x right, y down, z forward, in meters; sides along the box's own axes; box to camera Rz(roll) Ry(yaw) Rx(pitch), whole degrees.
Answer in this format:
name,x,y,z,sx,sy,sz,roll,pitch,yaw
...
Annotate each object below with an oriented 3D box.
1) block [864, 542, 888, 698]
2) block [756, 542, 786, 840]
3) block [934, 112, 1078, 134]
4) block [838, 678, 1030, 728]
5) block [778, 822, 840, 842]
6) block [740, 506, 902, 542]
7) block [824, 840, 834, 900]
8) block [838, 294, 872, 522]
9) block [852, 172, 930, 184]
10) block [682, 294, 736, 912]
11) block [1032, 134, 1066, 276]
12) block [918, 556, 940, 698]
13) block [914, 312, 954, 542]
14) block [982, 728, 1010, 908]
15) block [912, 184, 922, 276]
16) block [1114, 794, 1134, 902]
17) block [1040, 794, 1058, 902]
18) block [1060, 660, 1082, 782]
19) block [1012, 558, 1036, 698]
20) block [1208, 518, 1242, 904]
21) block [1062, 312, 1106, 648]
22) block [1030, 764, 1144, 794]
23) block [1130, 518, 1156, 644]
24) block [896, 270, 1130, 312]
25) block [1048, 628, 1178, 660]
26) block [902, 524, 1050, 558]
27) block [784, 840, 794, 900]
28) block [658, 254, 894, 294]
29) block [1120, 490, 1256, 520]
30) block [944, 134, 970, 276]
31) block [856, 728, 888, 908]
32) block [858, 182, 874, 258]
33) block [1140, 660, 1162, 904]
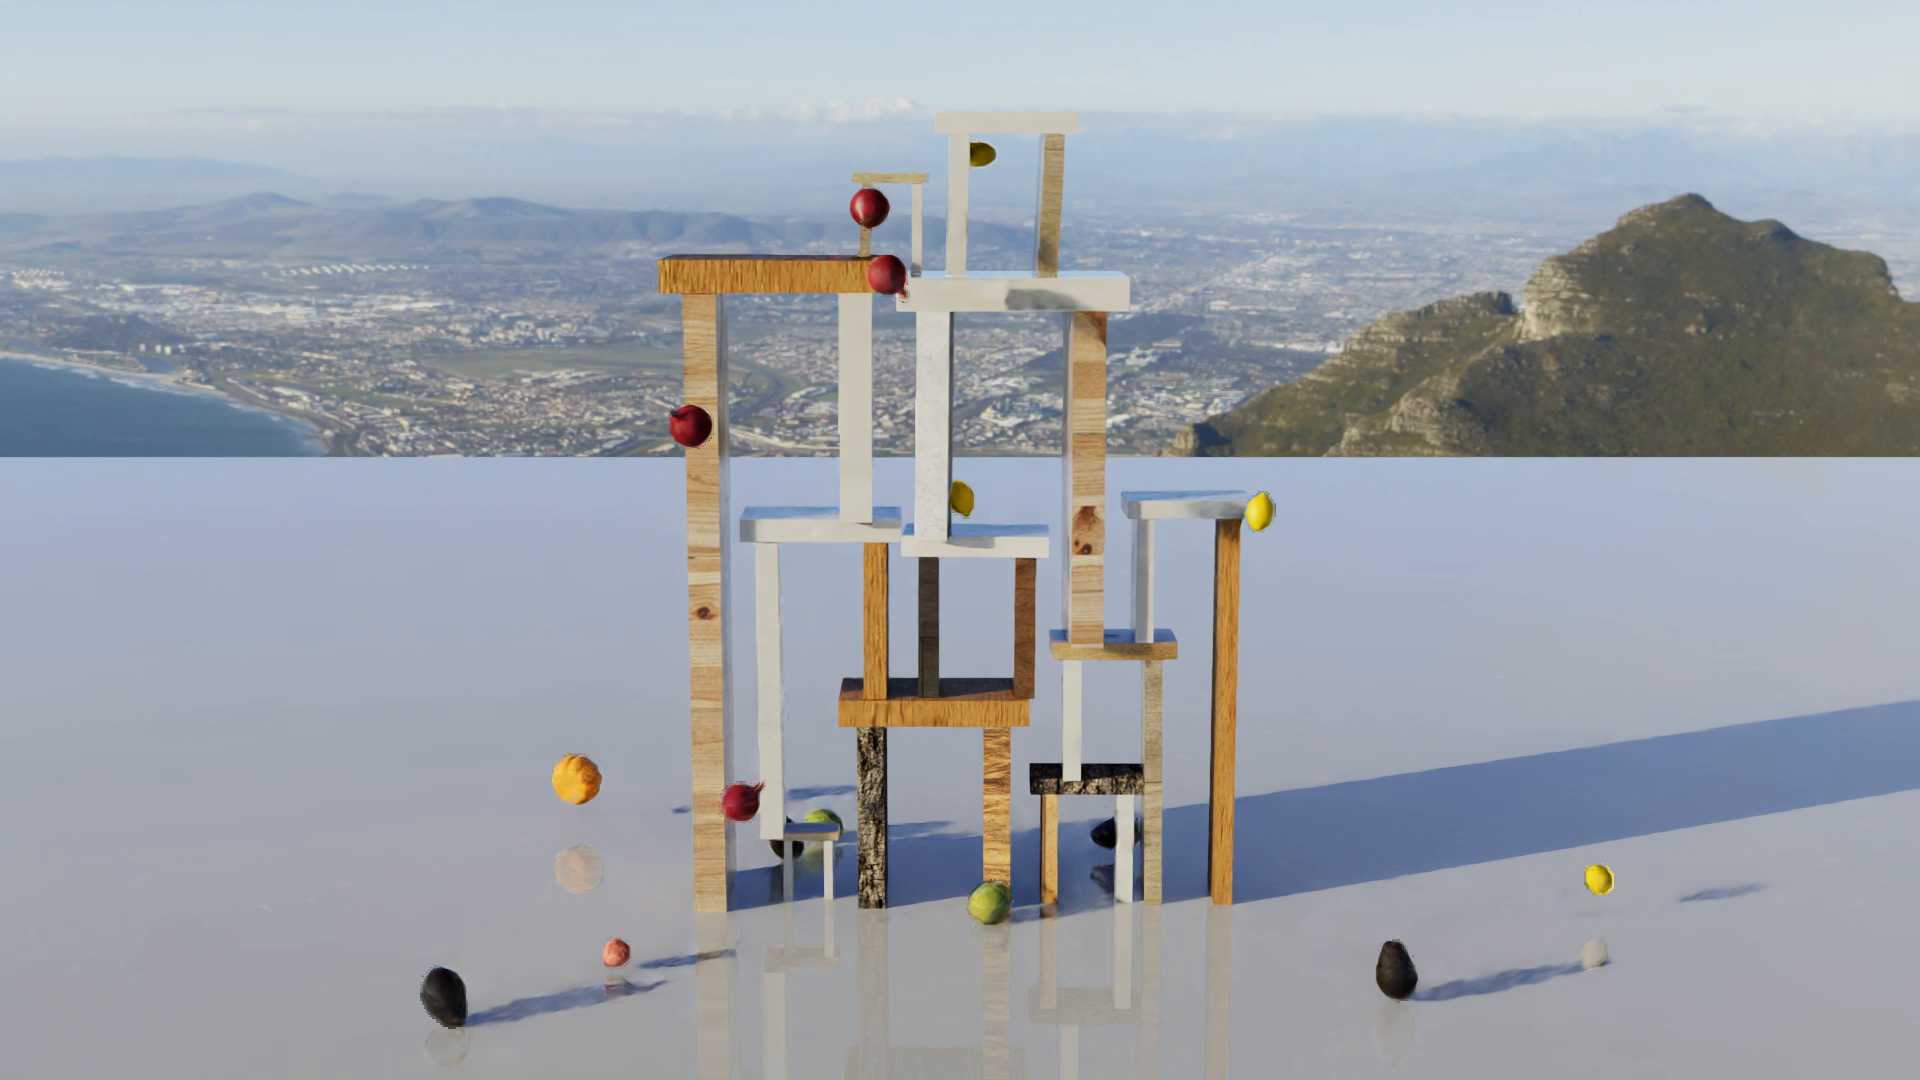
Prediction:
name,x,y,z,sx,sy,sz,roll,pitch,yaw
block,-0.137,0.119,3.584,0.036,0.257,0.128,0,10,0
block,-0.309,0.235,3.604,0.036,0.492,0.128,0,11,-2
block,0.071,-0.651,3.435,0.219,0.031,0.109,0,11,-1
block,-0.042,0.266,3.613,0.307,0.043,0.153,0,11,0
block,-0.251,0.484,3.647,0.101,0.014,0.050,-1,11,-2
block,-0.224,-0.026,3.558,0.257,0.036,0.128,0,10,-1
block,-0.218,0.541,3.657,0.014,0.101,0.050,0,11,0
block,-0.166,-0.221,3.522,0.051,0.360,0.180,0,10,-2
block,-0.109,-0.569,3.455,0.115,0.016,0.058,1,10,5
block,-0.405,0.096,3.579,0.051,1.003,0.180,0,10,0
block,0.139,-0.528,3.456,0.031,0.219,0.109,2,10,-3
block,-0.051,0.130,3.588,0.033,0.234,0.117,0,11,0
block,-0.040,-0.192,3.511,0.051,0.359,0.180,1,11,2
block,0.060,0.438,3.646,0.043,0.307,0.153,0,11,0
block,-0.069,-0.490,3.464,0.016,0.142,0.058,0,11,-1
block,0.272,0.498,3.655,0.026,0.185,0.093,0,11,1
block,0.148,0.498,3.655,0.026,0.185,0.093,0,11,1
block,0.182,0.284,3.607,0.029,0.202,0.101,0,11,0
block,0.105,0.130,3.585,0.033,0.234,0.117,0,11,0
block,0.433,0.273,3.606,0.029,0.645,0.102,0,11,0
block,0.198,-0.107,3.536,0.051,0.535,0.180,-1,11,-3
block,0.208,0.395,3.634,0.185,0.026,0.093,0,11,1
block,0.296,0.056,3.564,0.029,0.203,0.102,0,11,0
block,0.082,-0.394,3.478,0.359,0.051,0.180,0,11,0
block,0.249,0.170,3.587,0.202,0.029,0.101,0,11,-1
block,0.027,0.000,3.552,0.234,0.033,0.117,0,11,3
block,-0.285,0.541,3.657,0.014,0.101,0.050,0,11,-2
block,-0.287,-0.423,3.485,0.360,0.051,0.180,0,10,0
block,0.366,-0.057,3.541,0.203,0.029,0.102,0,11,-3
block,-0.004,-0.528,3.457,0.031,0.219,0.109,1,11,-2
block,-0.145,0.438,3.646,0.043,0.307,0.153,0,11,0
block,-0.148,-0.505,3.469,0.016,0.115,0.058,3,10,-1
block,0.316,0.387,3.629,0.029,0.413,0.101,-1,11,1
